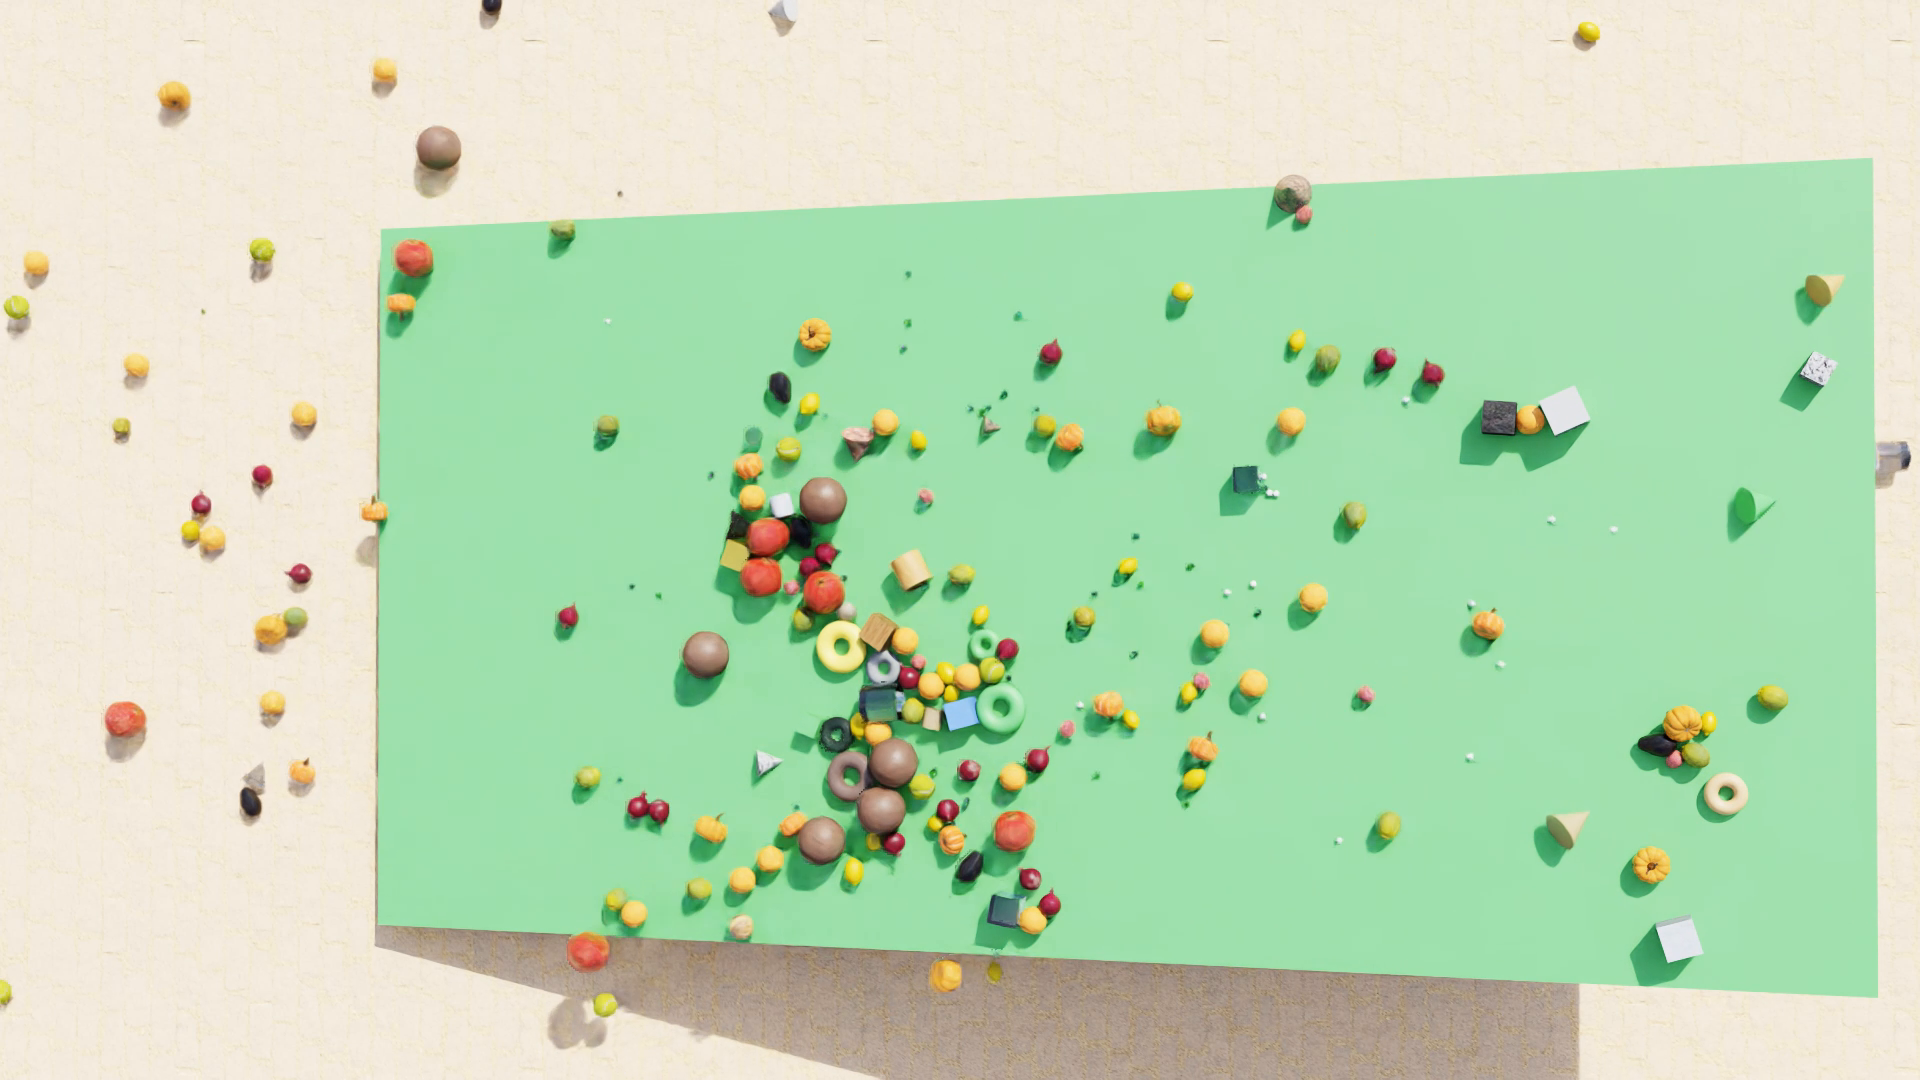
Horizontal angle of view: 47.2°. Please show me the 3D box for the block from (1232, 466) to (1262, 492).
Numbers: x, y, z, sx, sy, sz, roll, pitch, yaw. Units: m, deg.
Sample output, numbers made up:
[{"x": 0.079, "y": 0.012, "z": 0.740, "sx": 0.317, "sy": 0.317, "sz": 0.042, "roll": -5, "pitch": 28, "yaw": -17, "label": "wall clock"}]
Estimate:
[{"x": 0.734, "y": -0.155, "z": 5.613, "sx": 0.064, "sy": 0.064, "sz": 0.064, "roll": -3, "pitch": 88, "yaw": 16, "label": "block"}]

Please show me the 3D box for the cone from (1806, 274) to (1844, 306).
[{"x": 2.082, "y": -0.614, "z": 5.251, "sx": 0.084, "sy": 0.084, "sz": 0.084, "roll": -27, "pitch": 89, "yaw": -13, "label": "cone"}]

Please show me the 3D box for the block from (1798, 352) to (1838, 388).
[{"x": 2.047, "y": -0.407, "z": 5.245, "sx": 0.062, "sy": 0.062, "sz": 0.062, "roll": 30, "pitch": 97, "yaw": 14, "label": "block"}]

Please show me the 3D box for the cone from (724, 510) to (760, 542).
[{"x": -0.587, "y": -0.031, "z": 5.997, "sx": 0.091, "sy": 0.091, "sz": 0.091, "roll": 13, "pitch": 89, "yaw": -11, "label": "cone"}]

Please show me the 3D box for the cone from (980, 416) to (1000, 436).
[{"x": 0.086, "y": -0.299, "z": 5.819, "sx": 0.052, "sy": 0.052, "sz": 0.052, "roll": 7, "pitch": 89, "yaw": -11, "label": "cone"}]

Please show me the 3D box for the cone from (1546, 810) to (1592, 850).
[{"x": 1.508, "y": 0.690, "z": 5.391, "sx": 0.099, "sy": 0.099, "sz": 0.099, "roll": -32, "pitch": 89, "yaw": -5, "label": "cone"}]

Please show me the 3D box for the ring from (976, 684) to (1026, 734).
[{"x": 0.108, "y": 0.444, "z": 5.791, "sx": 0.136, "sy": 0.045, "sz": 0.136, "roll": 0, "pitch": 89, "yaw": 15, "label": "ring"}]

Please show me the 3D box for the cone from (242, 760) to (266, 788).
[{"x": -2.039, "y": 0.673, "z": 6.394, "sx": 0.072, "sy": 0.072, "sz": 0.072, "roll": 17, "pitch": 63, "yaw": 0, "label": "cone"}]

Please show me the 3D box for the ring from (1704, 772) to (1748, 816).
[{"x": 1.847, "y": 0.612, "z": 5.302, "sx": 0.103, "sy": 0.034, "sz": 0.103, "roll": 0, "pitch": 89, "yaw": 15, "label": "ring"}]

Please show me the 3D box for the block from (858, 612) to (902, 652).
[{"x": -0.214, "y": 0.245, "z": 5.870, "sx": 0.074, "sy": 0.074, "sz": 0.074, "roll": 35, "pitch": 98, "yaw": 14, "label": "block"}]

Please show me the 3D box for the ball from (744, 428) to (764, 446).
[{"x": -0.561, "y": -0.282, "z": 5.987, "sx": 0.052, "sy": 0.052, "sz": 0.052, "roll": 0, "pitch": 89, "yaw": 0, "label": "ball"}]

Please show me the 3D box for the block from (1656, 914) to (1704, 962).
[{"x": 1.734, "y": 0.960, "z": 5.302, "sx": 0.085, "sy": 0.085, "sz": 0.085, "roll": -18, "pitch": 84, "yaw": 15, "label": "block"}]

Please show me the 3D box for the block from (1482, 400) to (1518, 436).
[{"x": 1.334, "y": -0.302, "z": 5.437, "sx": 0.079, "sy": 0.079, "sz": 0.079, "roll": 5, "pitch": 90, "yaw": 16, "label": "block"}]

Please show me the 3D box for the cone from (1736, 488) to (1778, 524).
[{"x": 1.928, "y": -0.091, "z": 5.286, "sx": 0.088, "sy": 0.088, "sz": 0.088, "roll": -10, "pitch": 89, "yaw": -11, "label": "cone"}]

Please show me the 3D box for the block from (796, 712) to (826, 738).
[{"x": -0.400, "y": 0.499, "z": 5.929, "sx": 0.053, "sy": 0.053, "sz": 0.053, "roll": 21, "pitch": 95, "yaw": 15, "label": "block"}]

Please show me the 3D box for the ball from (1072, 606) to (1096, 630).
[{"x": 0.324, "y": 0.201, "z": 5.725, "sx": 0.060, "sy": 0.060, "sz": 0.060, "roll": 0, "pitch": 89, "yaw": 0, "label": "ball"}]

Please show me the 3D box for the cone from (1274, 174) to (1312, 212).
[{"x": 0.838, "y": -0.886, "z": 5.575, "sx": 0.099, "sy": 0.099, "sz": 0.099, "roll": 0, "pitch": 89, "yaw": 16, "label": "cone"}]

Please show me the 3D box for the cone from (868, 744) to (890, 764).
[{"x": -0.213, "y": 0.569, "z": 5.890, "sx": 0.055, "sy": 0.055, "sz": 0.055, "roll": -9, "pitch": 89, "yaw": -11, "label": "cone"}]

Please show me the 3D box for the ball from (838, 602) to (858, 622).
[{"x": -0.302, "y": 0.193, "z": 5.906, "sx": 0.053, "sy": 0.053, "sz": 0.053, "roll": 0, "pitch": 89, "yaw": 0, "label": "ball"}]

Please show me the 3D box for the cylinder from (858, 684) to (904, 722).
[{"x": -0.208, "y": 0.433, "z": 5.853, "sx": 0.098, "sy": 0.098, "sz": 0.098, "roll": -4, "pitch": 89, "yaw": 16, "label": "cylinder"}]

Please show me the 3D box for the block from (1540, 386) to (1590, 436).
[{"x": 1.482, "y": -0.315, "z": 5.388, "sx": 0.092, "sy": 0.092, "sz": 0.092, "roll": -25, "pitch": 83, "yaw": 14, "label": "block"}]

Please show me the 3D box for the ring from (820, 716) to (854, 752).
[{"x": -0.331, "y": 0.524, "z": 5.920, "sx": 0.098, "sy": 0.033, "sz": 0.098, "roll": -1, "pitch": 85, "yaw": 17, "label": "ring"}]

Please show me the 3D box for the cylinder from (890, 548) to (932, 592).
[{"x": -0.129, "y": 0.082, "z": 5.842, "sx": 0.086, "sy": 0.086, "sz": 0.086, "roll": -29, "pitch": 82, "yaw": 0, "label": "cylinder"}]

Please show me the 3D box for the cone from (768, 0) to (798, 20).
[{"x": -0.529, "y": -1.553, "z": 6.425, "sx": 0.082, "sy": 0.082, "sz": 0.082, "roll": -2, "pitch": 89, "yaw": 27, "label": "cone"}]

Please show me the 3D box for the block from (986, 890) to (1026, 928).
[{"x": 0.122, "y": 0.968, "z": 5.763, "sx": 0.076, "sy": 0.076, "sz": 0.076, "roll": 10, "pitch": 92, "yaw": 16, "label": "block"}]

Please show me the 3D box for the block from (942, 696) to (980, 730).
[{"x": 0.007, "y": 0.458, "z": 5.806, "sx": 0.071, "sy": 0.071, "sz": 0.071, "roll": -17, "pitch": 85, "yaw": 15, "label": "block"}]

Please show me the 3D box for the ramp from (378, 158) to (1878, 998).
[{"x": 0.268, "y": 0.096, "z": 5.826, "sx": 4.000, "sy": 0.100, "sz": 2.000, "roll": 0, "pitch": 89, "yaw": 16, "label": "ramp"}]

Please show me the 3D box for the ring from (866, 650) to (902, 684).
[{"x": -0.204, "y": 0.345, "z": 5.887, "sx": 0.100, "sy": 0.033, "sz": 0.100, "roll": -1, "pitch": 88, "yaw": 17, "label": "ring"}]

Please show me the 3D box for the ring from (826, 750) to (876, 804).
[{"x": -0.291, "y": 0.636, "z": 5.900, "sx": 0.141, "sy": 0.047, "sz": 0.141, "roll": 0, "pitch": 90, "yaw": 15, "label": "ring"}]

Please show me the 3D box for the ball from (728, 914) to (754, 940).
[{"x": -0.593, "y": 1.050, "z": 5.967, "sx": 0.070, "sy": 0.070, "sz": 0.070, "roll": 0, "pitch": 89, "yaw": 0, "label": "ball"}]

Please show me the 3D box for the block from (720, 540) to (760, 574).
[{"x": -0.598, "y": 0.044, "z": 5.983, "sx": 0.071, "sy": 0.071, "sz": 0.071, "roll": 21, "pitch": 95, "yaw": 15, "label": "block"}]

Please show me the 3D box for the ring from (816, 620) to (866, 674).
[{"x": -0.318, "y": 0.288, "z": 5.913, "sx": 0.143, "sy": 0.048, "sz": 0.143, "roll": 0, "pitch": 90, "yaw": 17, "label": "ring"}]

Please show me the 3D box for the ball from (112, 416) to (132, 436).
[{"x": -2.439, "y": -0.332, "z": 6.399, "sx": 0.054, "sy": 0.054, "sz": 0.054, "roll": 0, "pitch": 89, "yaw": 0, "label": "ball"}]

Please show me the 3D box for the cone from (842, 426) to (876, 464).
[{"x": -0.275, "y": -0.245, "z": 5.912, "sx": 0.090, "sy": 0.090, "sz": 0.090, "roll": 5, "pitch": 118, "yaw": 0, "label": "cone"}]

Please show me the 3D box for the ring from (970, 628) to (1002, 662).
[{"x": 0.067, "y": 0.278, "z": 5.813, "sx": 0.087, "sy": 0.029, "sz": 0.087, "roll": 0, "pitch": 91, "yaw": 16, "label": "ring"}]

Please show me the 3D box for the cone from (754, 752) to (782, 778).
[{"x": -0.514, "y": 0.601, "z": 5.971, "sx": 0.072, "sy": 0.072, "sz": 0.072, "roll": -13, "pitch": 89, "yaw": -23, "label": "cone"}]
